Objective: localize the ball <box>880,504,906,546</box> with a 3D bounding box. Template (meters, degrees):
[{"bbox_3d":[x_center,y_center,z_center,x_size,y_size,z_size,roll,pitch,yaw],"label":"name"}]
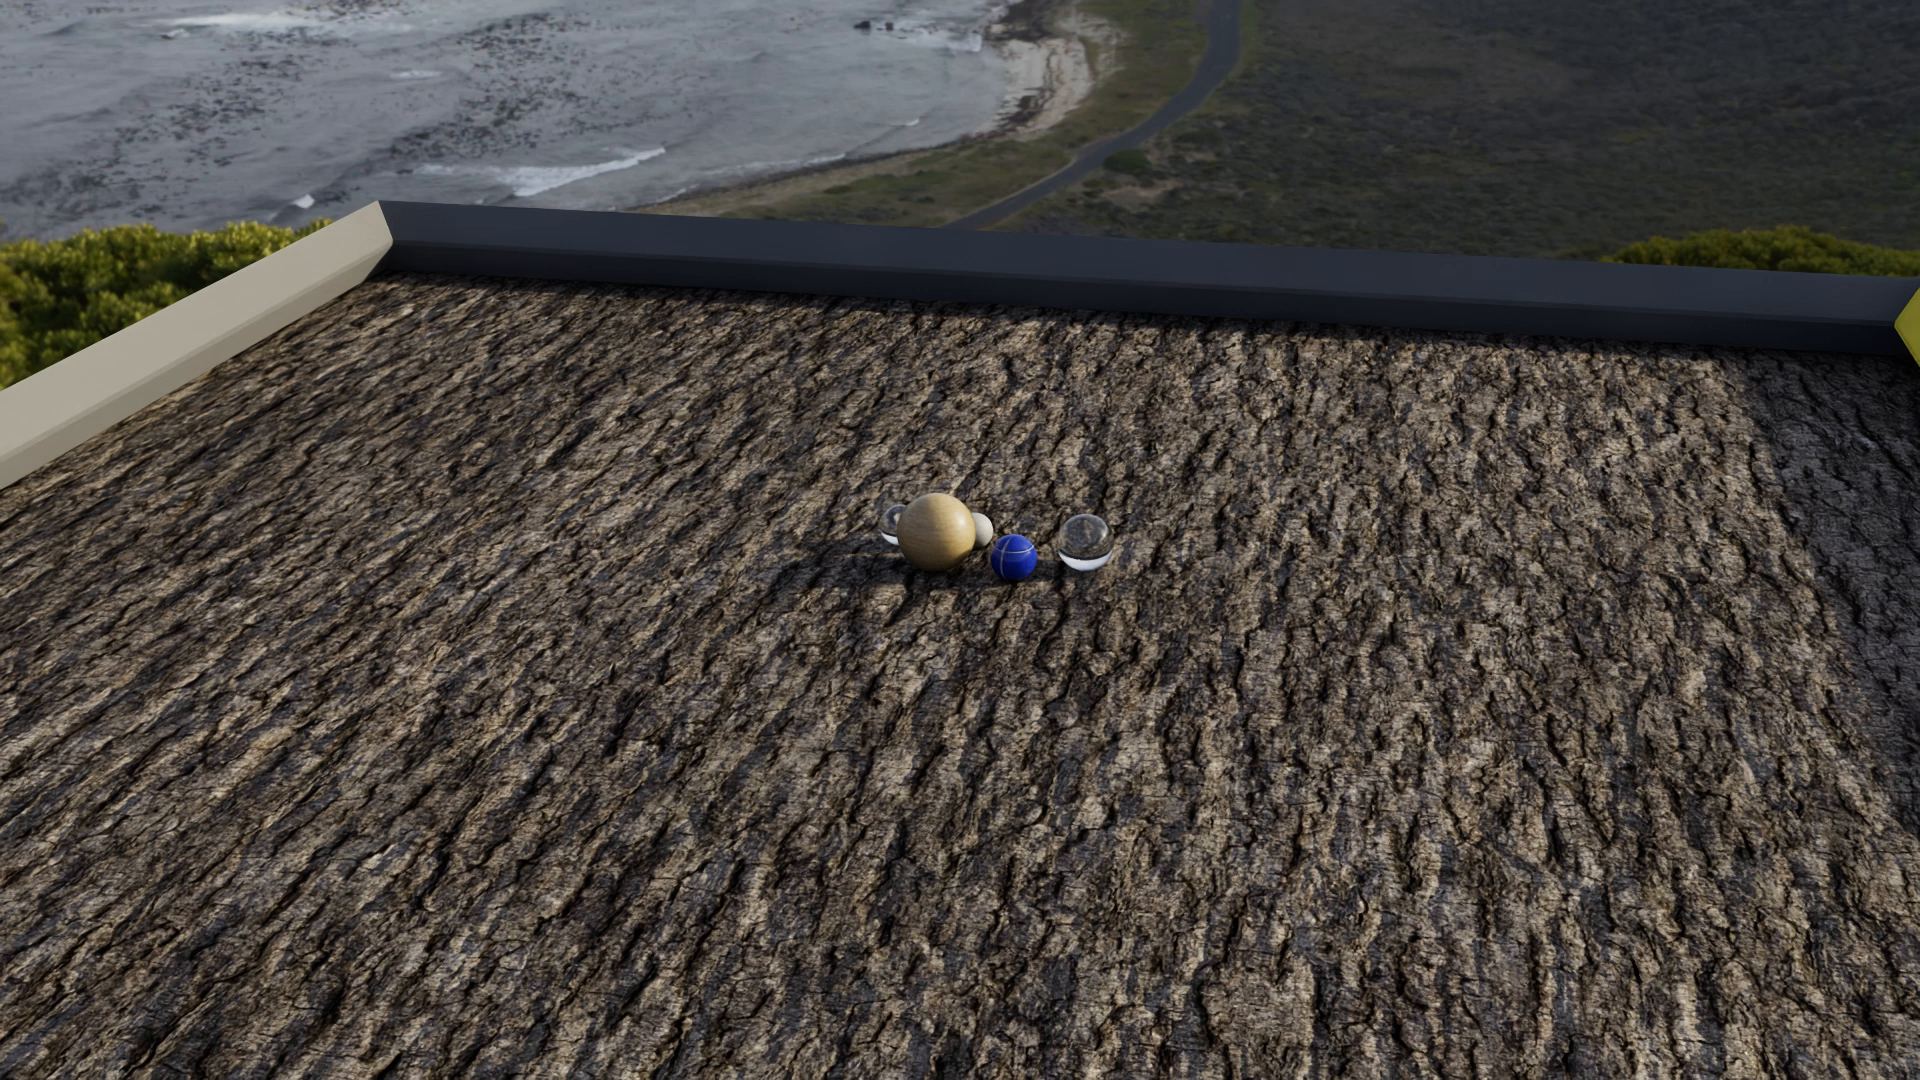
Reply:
[{"bbox_3d":[-0.073,-0.018,2.676,0.051,0.051,0.051,0,22,0],"label":"ball"}]

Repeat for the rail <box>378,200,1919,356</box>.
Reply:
[{"bbox_3d":[0.225,-0.431,3.602,2.550,0.122,0.045,4,22,11],"label":"rail"}]

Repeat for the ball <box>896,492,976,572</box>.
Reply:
[{"bbox_3d":[-0.028,-0.009,2.595,0.094,0.094,0.094,0,22,0],"label":"ball"}]

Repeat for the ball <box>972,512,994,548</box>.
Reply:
[{"bbox_3d":[0.018,-0.011,2.668,0.044,0.044,0.044,0,22,0],"label":"ball"}]

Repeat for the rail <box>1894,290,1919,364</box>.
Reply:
[{"bbox_3d":[0.995,0.478,1.345,0.045,0.122,4.497,4,22,11],"label":"rail"}]

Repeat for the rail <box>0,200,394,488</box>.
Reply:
[{"bbox_3d":[-1.454,0.287,1.819,0.045,0.122,4.497,4,22,11],"label":"rail"}]

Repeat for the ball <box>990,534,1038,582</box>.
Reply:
[{"bbox_3d":[0.063,0.020,2.573,0.056,0.056,0.056,0,22,0],"label":"ball"}]

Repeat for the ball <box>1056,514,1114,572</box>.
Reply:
[{"bbox_3d":[0.148,0.003,2.599,0.069,0.069,0.069,0,22,0],"label":"ball"}]
